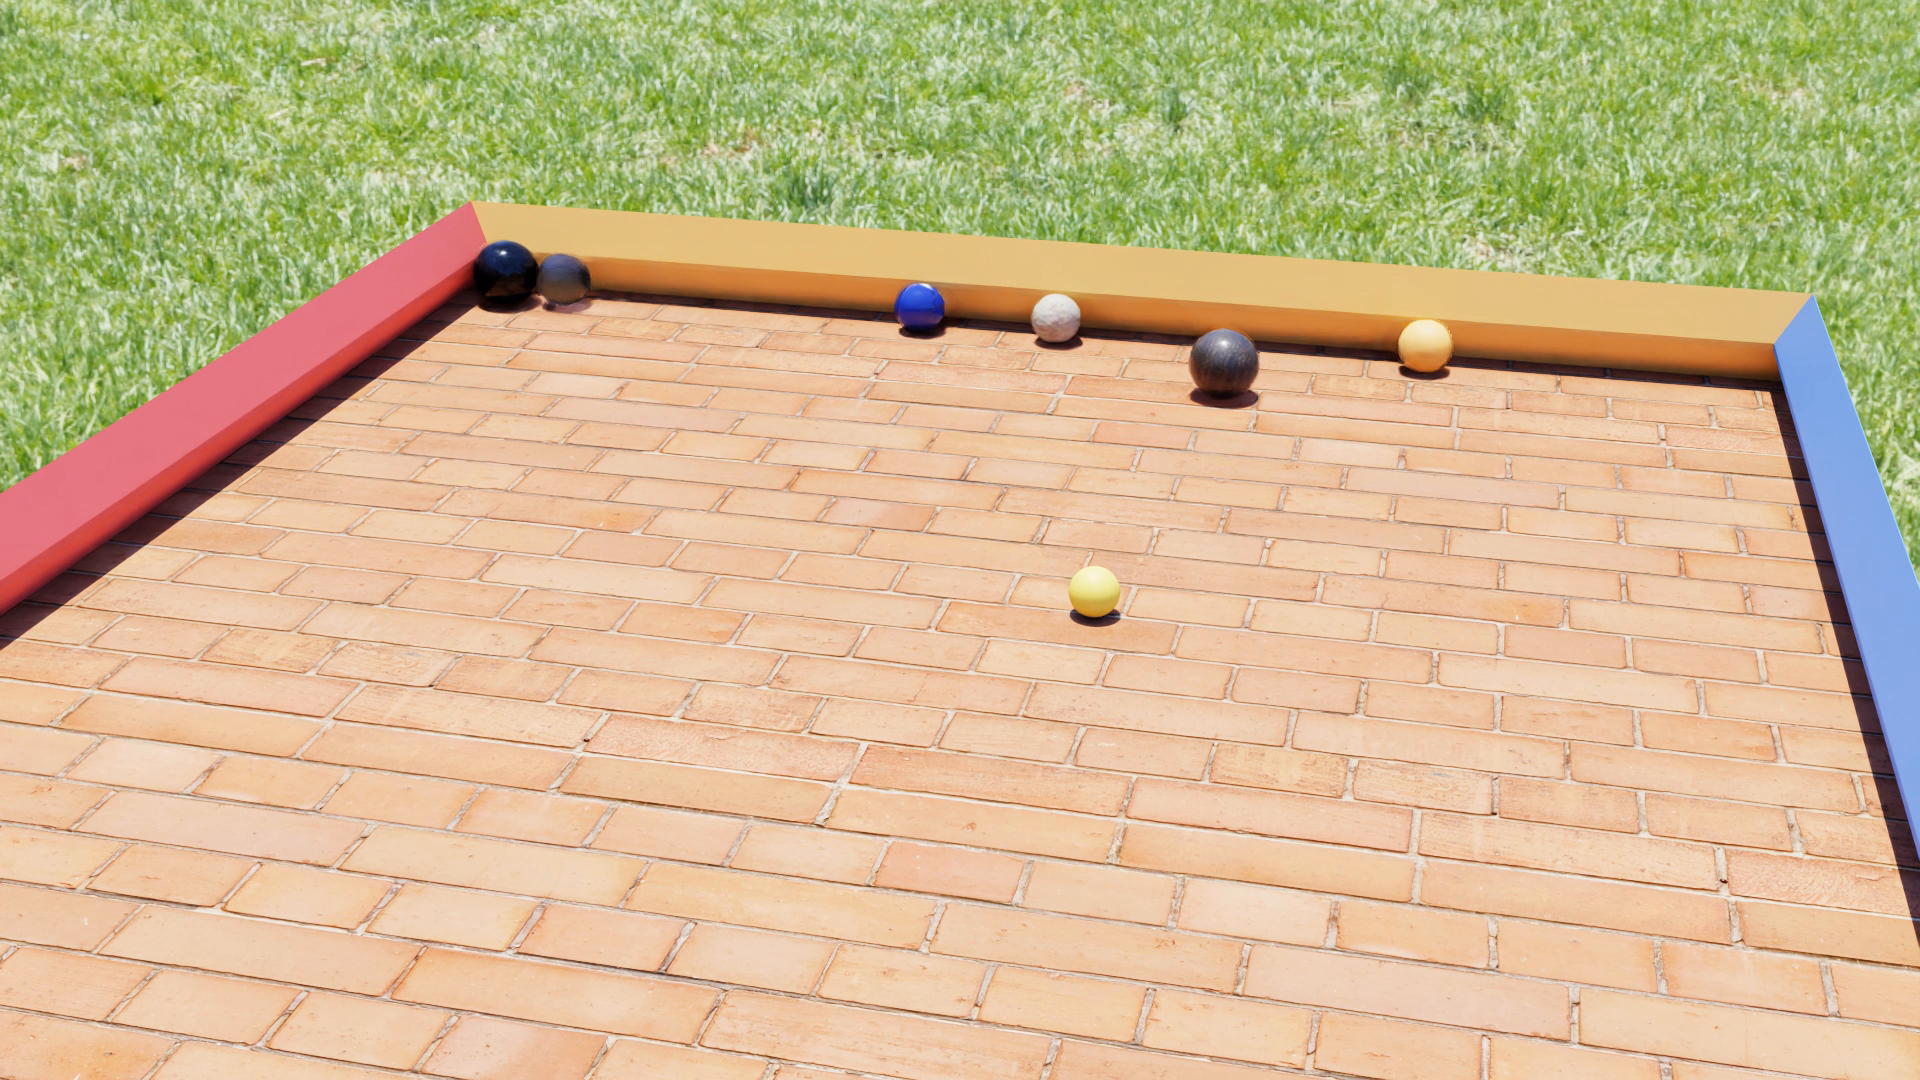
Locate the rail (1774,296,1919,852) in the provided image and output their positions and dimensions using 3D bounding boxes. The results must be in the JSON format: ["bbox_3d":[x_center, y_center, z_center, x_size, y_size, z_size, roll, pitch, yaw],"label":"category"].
[{"bbox_3d":[0.695,0.397,1.411,0.045,0.120,3.271,6,25,12],"label":"rail"}]

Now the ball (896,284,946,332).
[{"bbox_3d":[-0.055,-0.322,3.049,0.068,0.068,0.068,0,25,0],"label":"ball"}]

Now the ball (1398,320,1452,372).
[{"bbox_3d":[0.613,-0.256,2.901,0.070,0.070,0.070,0,25,0],"label":"ball"}]

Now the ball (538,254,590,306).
[{"bbox_3d":[-0.568,-0.373,3.152,0.075,0.075,0.075,0,25,0],"label":"ball"}]

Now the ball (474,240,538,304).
[{"bbox_3d":[-0.651,-0.384,3.155,0.092,0.092,0.092,0,25,0],"label":"ball"}]

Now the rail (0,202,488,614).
[{"bbox_3d":[-1.076,0.220,1.797,0.045,0.120,3.271,6,25,12],"label":"rail"}]

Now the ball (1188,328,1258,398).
[{"bbox_3d":[0.337,-0.226,2.812,0.089,0.089,0.089,0,25,0],"label":"ball"}]

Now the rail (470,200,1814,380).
[{"bbox_3d":[0.185,-0.343,3.030,1.869,0.120,0.045,6,25,12],"label":"rail"}]

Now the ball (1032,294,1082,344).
[{"bbox_3d":[0.132,-0.303,3.007,0.068,0.068,0.068,0,25,0],"label":"ball"}]

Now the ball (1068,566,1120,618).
[{"bbox_3d":[0.137,0.053,2.246,0.053,0.053,0.053,0,25,0],"label":"ball"}]
